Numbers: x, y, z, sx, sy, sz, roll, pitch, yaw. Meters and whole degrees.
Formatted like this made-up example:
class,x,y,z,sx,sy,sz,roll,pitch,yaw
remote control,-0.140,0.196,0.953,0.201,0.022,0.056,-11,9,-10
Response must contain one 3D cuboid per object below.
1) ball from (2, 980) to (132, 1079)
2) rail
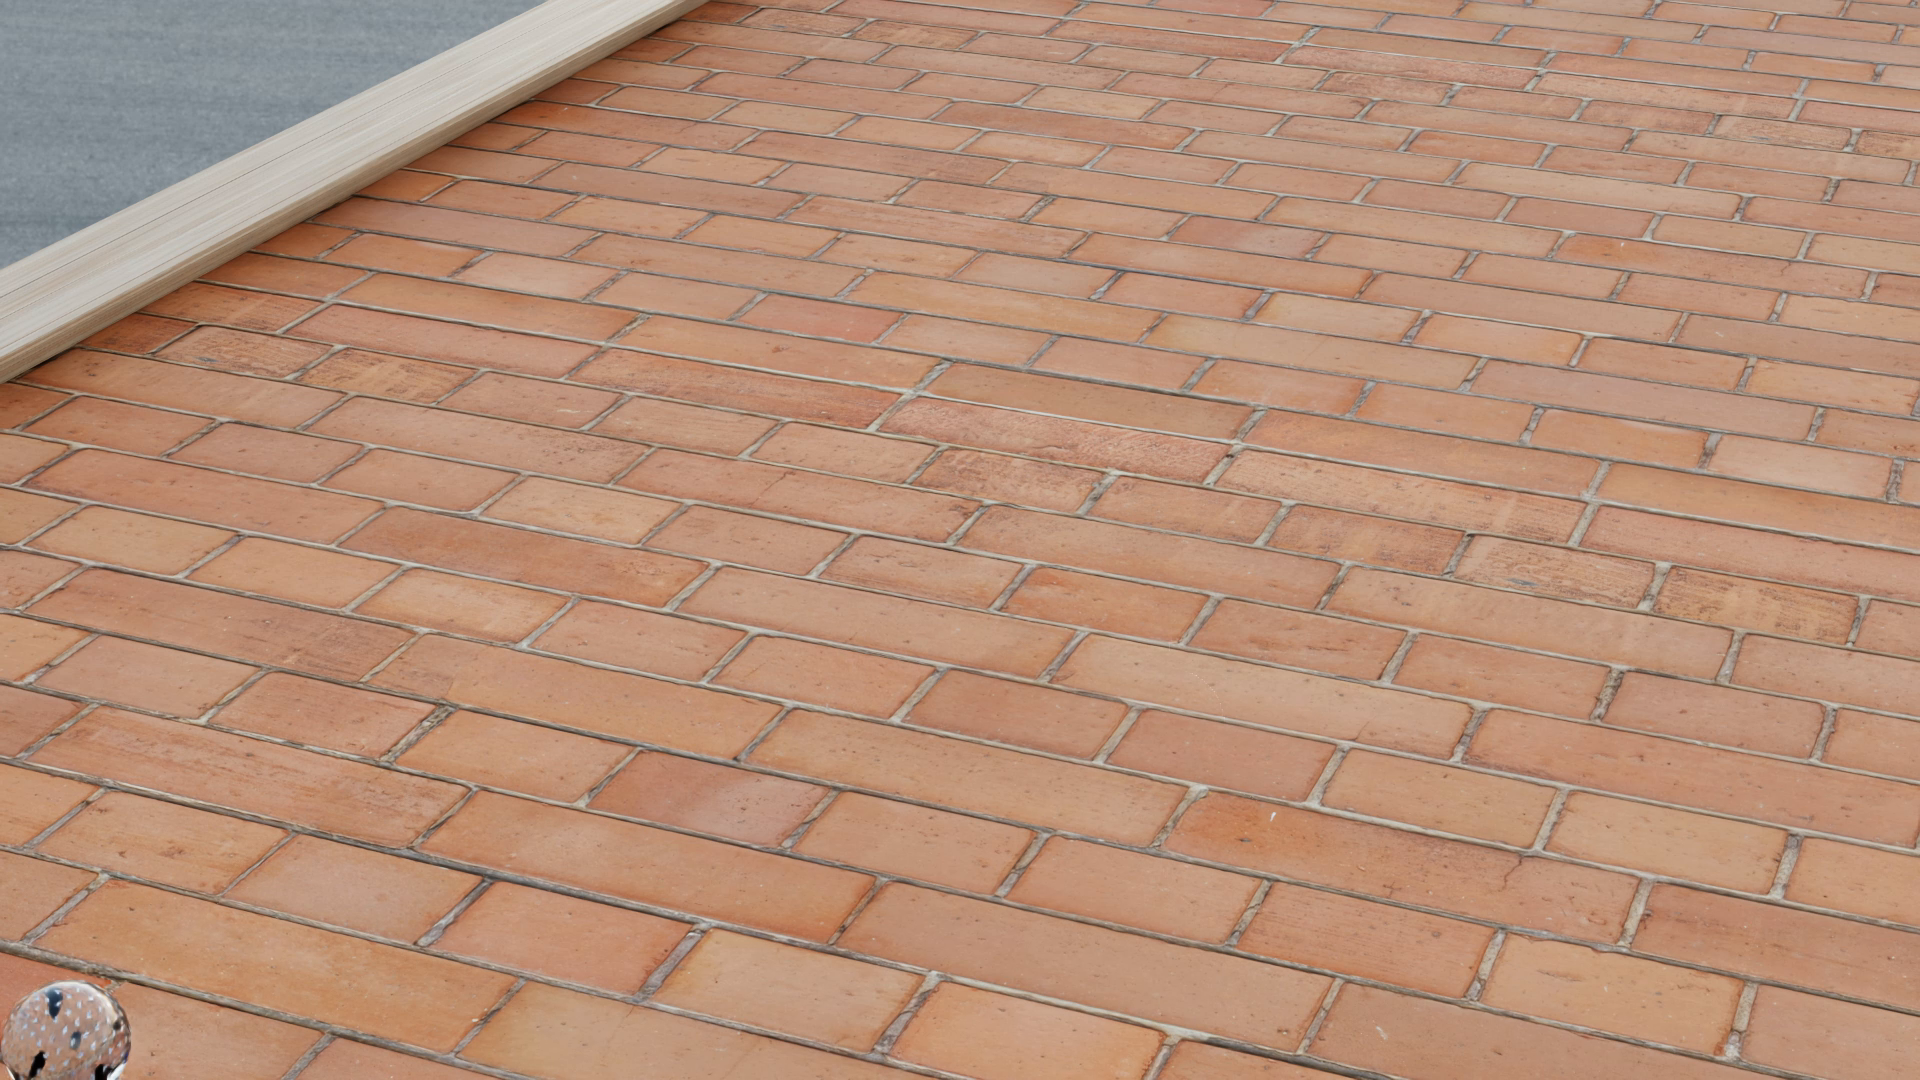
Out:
class,x,y,z,sx,sy,sz,roll,pitch,yaw
ball,-0.416,0.234,1.370,0.058,0.058,0.058,0,25,0
rail,-0.415,-0.435,2.748,0.045,0.083,3.036,10,27,20
